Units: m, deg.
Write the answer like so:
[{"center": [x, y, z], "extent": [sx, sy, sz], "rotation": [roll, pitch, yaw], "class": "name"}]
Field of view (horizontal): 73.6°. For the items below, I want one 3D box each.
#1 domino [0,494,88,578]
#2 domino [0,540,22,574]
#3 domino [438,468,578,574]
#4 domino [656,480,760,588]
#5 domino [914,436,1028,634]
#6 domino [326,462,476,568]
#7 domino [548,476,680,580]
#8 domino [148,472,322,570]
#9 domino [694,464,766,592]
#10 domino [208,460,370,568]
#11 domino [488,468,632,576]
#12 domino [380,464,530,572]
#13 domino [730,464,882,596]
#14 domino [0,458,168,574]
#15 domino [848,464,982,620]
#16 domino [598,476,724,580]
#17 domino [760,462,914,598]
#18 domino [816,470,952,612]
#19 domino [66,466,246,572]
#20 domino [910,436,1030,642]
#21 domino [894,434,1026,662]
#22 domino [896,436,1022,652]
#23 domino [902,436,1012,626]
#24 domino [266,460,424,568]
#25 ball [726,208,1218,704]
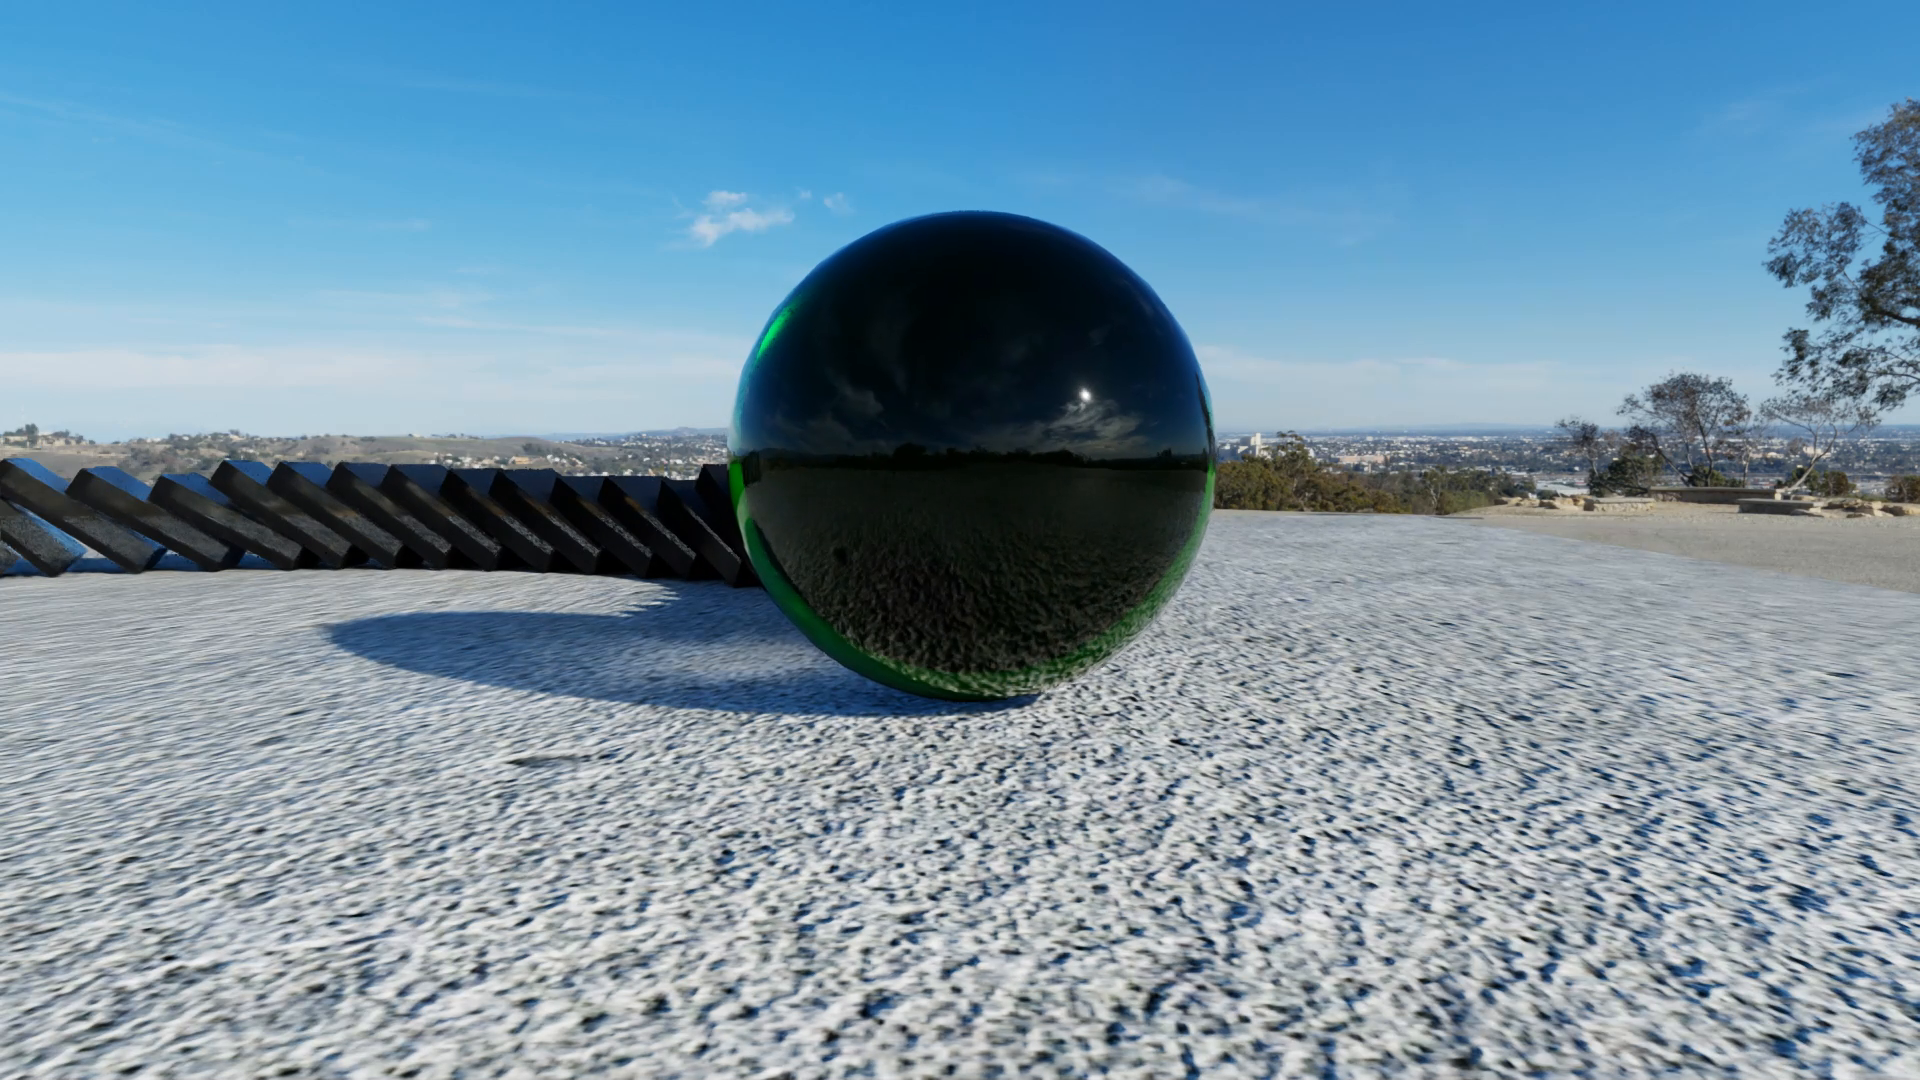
[{"center": [-0.308, -0.009, 0.412], "extent": [0.009, 0.050, 0.025], "rotation": [-49, 21, -15], "class": "domino"}, {"center": [-0.320, -0.009, 0.403], "extent": [0.009, 0.050, 0.025], "rotation": [-49, 25, -19], "class": "domino"}, {"center": [-0.150, -0.007, 0.439], "extent": [0.050, 0.009, 0.025], "rotation": [34, 16, 17], "class": "domino"}, {"center": [-0.071, -0.003, 0.401], "extent": [0.025, 0.009, 0.050], "rotation": [-4, 33, -43], "class": "domino"}, {"center": [0.002, -0.002, 0.298], "extent": [0.025, 0.050, 0.010], "rotation": [0, -36, -1], "class": "domino"}, {"center": [-0.191, -0.009, 0.445], "extent": [0.050, 0.010, 0.025], "rotation": [35, 8, 7], "class": "domino"}, {"center": [-0.109, -0.005, 0.424], "extent": [0.050, 0.009, 0.025], "rotation": [34, 21, 26], "class": "domino"}, {"center": [-0.246, -0.007, 0.439], "extent": [0.050, 0.009, 0.025], "rotation": [28, 1, -7], "class": "domino"}, {"center": [-0.058, -0.005, 0.387], "extent": [0.025, 0.009, 0.050], "rotation": [-2, 39, -40], "class": "domino"}, {"center": [-0.228, -0.009, 0.442], "extent": [0.050, 0.009, 0.025], "rotation": [34, 0, -4], "class": "domino"}, {"center": [-0.132, -0.007, 0.433], "extent": [0.050, 0.009, 0.025], "rotation": [35, 18, 20], "class": "domino"}, {"center": [-0.172, -0.008, 0.443], "extent": [0.050, 0.009, 0.025], "rotation": [35, 12, 11], "class": "domino"}, {"center": [-0.045, -0.004, 0.375], "extent": [0.025, 0.009, 0.050], "rotation": [-1, 38, -36], "class": "domino"}, {"center": [-0.289, -0.008, 0.422], "extent": [0.050, 0.009, 0.025], "rotation": [38, -9, -19], "class": "domino"}, {"center": [-0.013, -0.001, 0.328], "extent": [0.025, 0.010, 0.050], "rotation": [-1, 41, -15], "class": "domino"}, {"center": [-0.092, -0.005, 0.414], "extent": [0.050, 0.009, 0.025], "rotation": [36, 22, 31], "class": "domino"}, {"center": [-0.035, -0.003, 0.362], "extent": [0.025, 0.009, 0.050], "rotation": [1, 37, -34], "class": "domino"}, {"center": [-0.021, -0.001, 0.344], "extent": [0.025, 0.009, 0.050], "rotation": [-1, 37, -19], "class": "domino"}, {"center": [-0.268, -0.007, 0.432], "extent": [0.050, 0.009, 0.025], "rotation": [32, -3, -13], "class": "domino"}, {"center": [0.002, -0.001, 0.286], "extent": [0.025, 0.050, 0.009], "rotation": [0, -36, 0], "class": "domino"}, {"center": [0.000, 0.001, 0.261], "extent": [0.025, 0.050, 0.010], "rotation": [0, -36, -1], "class": "domino"}, {"center": [0.000, 0.000, 0.273], "extent": [0.025, 0.050, 0.009], "rotation": [0, -36, -1], "class": "domino"}, {"center": [-0.001, -0.003, 0.310], "extent": [0.025, 0.050, 0.010], "rotation": [0, -36, -1], "class": "domino"}, {"center": [-0.210, -0.009, 0.444], "extent": [0.050, 0.009, 0.025], "rotation": [34, 3, 1], "class": "domino"}, {"center": [0.002, -0.013, 0.212], "extent": [0.080, 0.080, 0.080], "rotation": [0, 4, 0], "class": "ball"}]
